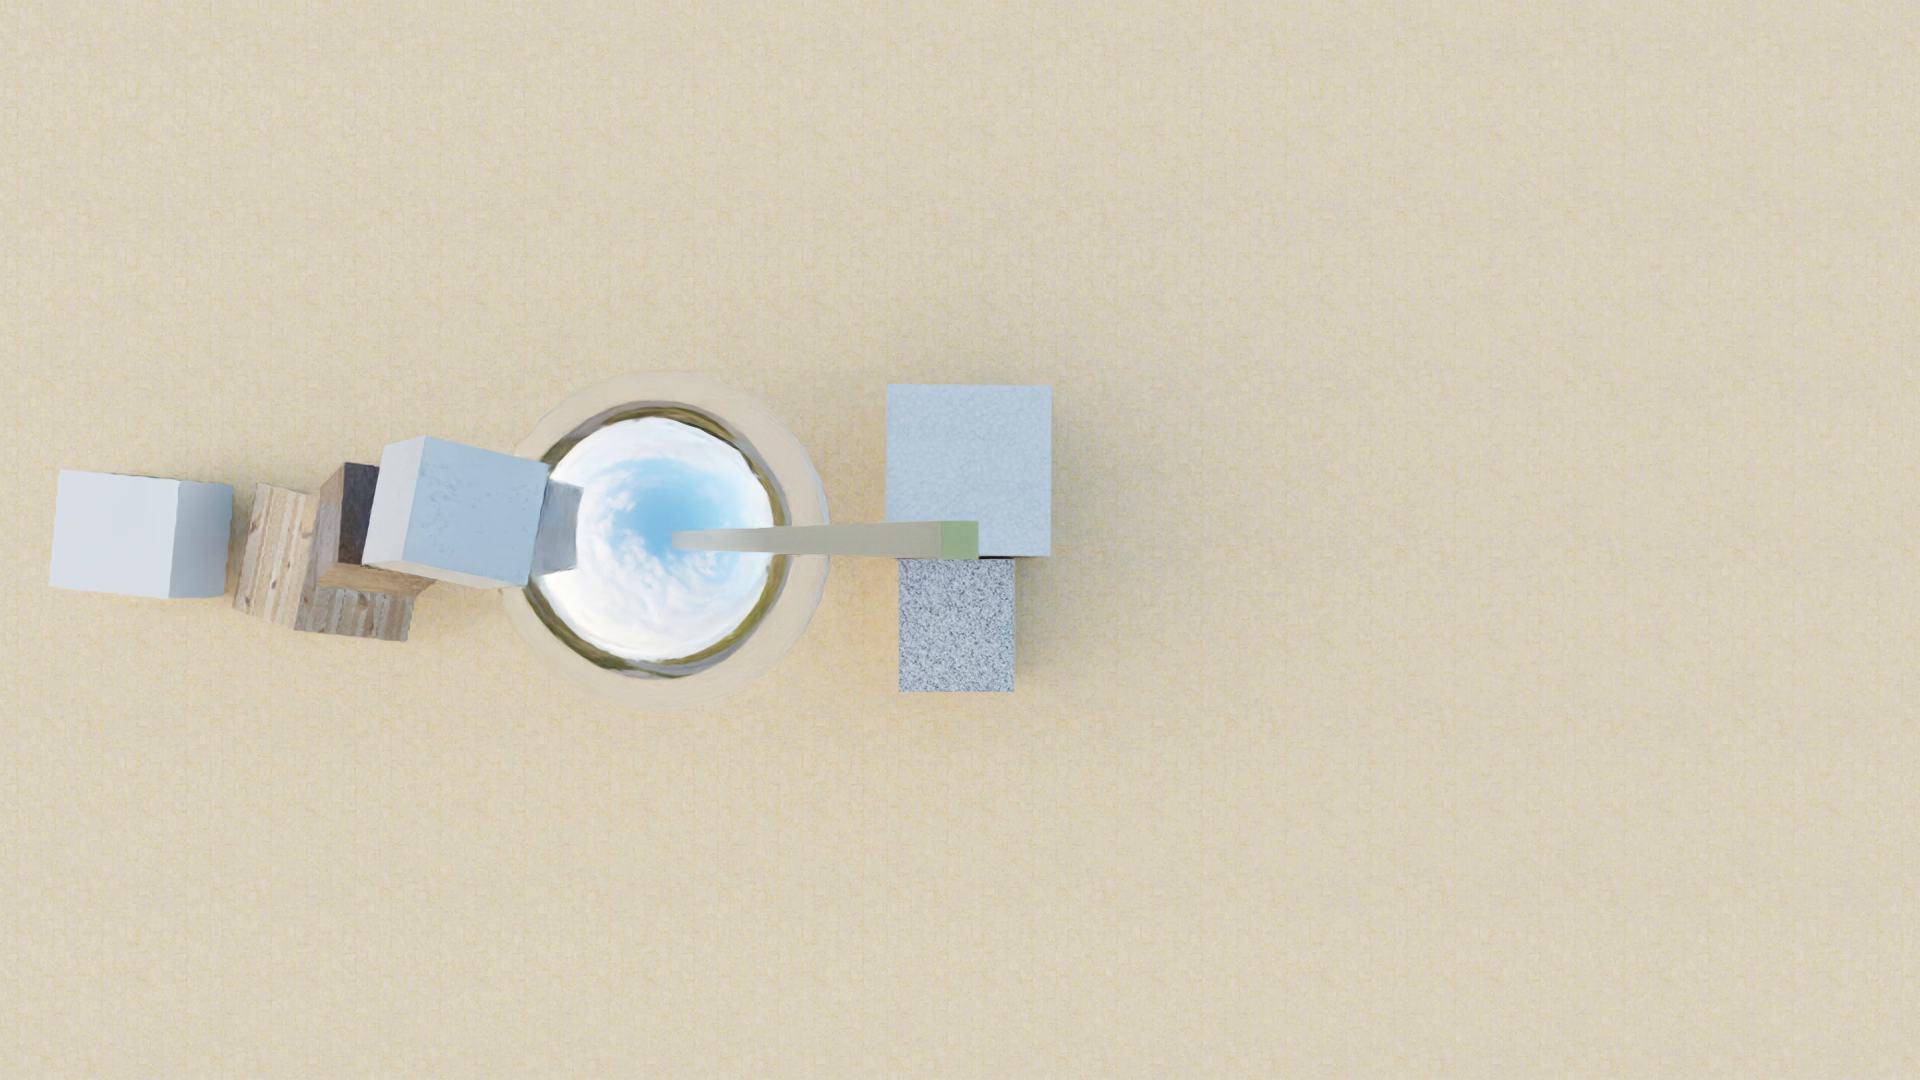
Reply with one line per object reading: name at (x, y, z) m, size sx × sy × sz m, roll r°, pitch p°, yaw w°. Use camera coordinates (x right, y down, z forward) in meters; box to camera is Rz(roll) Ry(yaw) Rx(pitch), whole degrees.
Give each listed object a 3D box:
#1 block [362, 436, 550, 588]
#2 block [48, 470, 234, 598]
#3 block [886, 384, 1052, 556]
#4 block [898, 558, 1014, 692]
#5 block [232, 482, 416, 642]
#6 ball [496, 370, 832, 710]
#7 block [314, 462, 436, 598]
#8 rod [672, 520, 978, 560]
block at (-2.215, -0.111, 9.637) m, size 0.557 × 0.605 × 0.537 m, roll 13°, pitch 81°, yaw -30°
block at (-4.688, -0.031, 12.623) m, size 0.717 × 0.662 × 0.663 m, roll 5°, pitch 90°, yaw 8°
block at (0.048, -0.388, 12.616) m, size 0.916 × 0.768 × 0.947 m, roll 0°, pitch 90°, yaw 0°
block at (-0.020, 0.479, 12.654) m, size 0.645 × 0.692 × 0.744 m, roll 0°, pitch 90°, yaw 0°
block at (-3.571, 0.127, 12.499) m, size 0.682 × 0.724 × 0.736 m, roll 12°, pitch 91°, yaw 43°
ball at (-1.404, 0.000, 10.386) m, size 1.600 × 1.600 × 1.600 m, roll 0°, pitch 90°, yaw 0°
block at (-2.857, -0.044, 10.852) m, size 0.512 × 0.496 × 0.503 m, roll 8°, pitch 72°, yaw -28°
rod at (-0.608, 0.000, 7.080) m, size 0.080 × 5.200 × 0.080 m, roll 0°, pitch 90°, yaw -14°
